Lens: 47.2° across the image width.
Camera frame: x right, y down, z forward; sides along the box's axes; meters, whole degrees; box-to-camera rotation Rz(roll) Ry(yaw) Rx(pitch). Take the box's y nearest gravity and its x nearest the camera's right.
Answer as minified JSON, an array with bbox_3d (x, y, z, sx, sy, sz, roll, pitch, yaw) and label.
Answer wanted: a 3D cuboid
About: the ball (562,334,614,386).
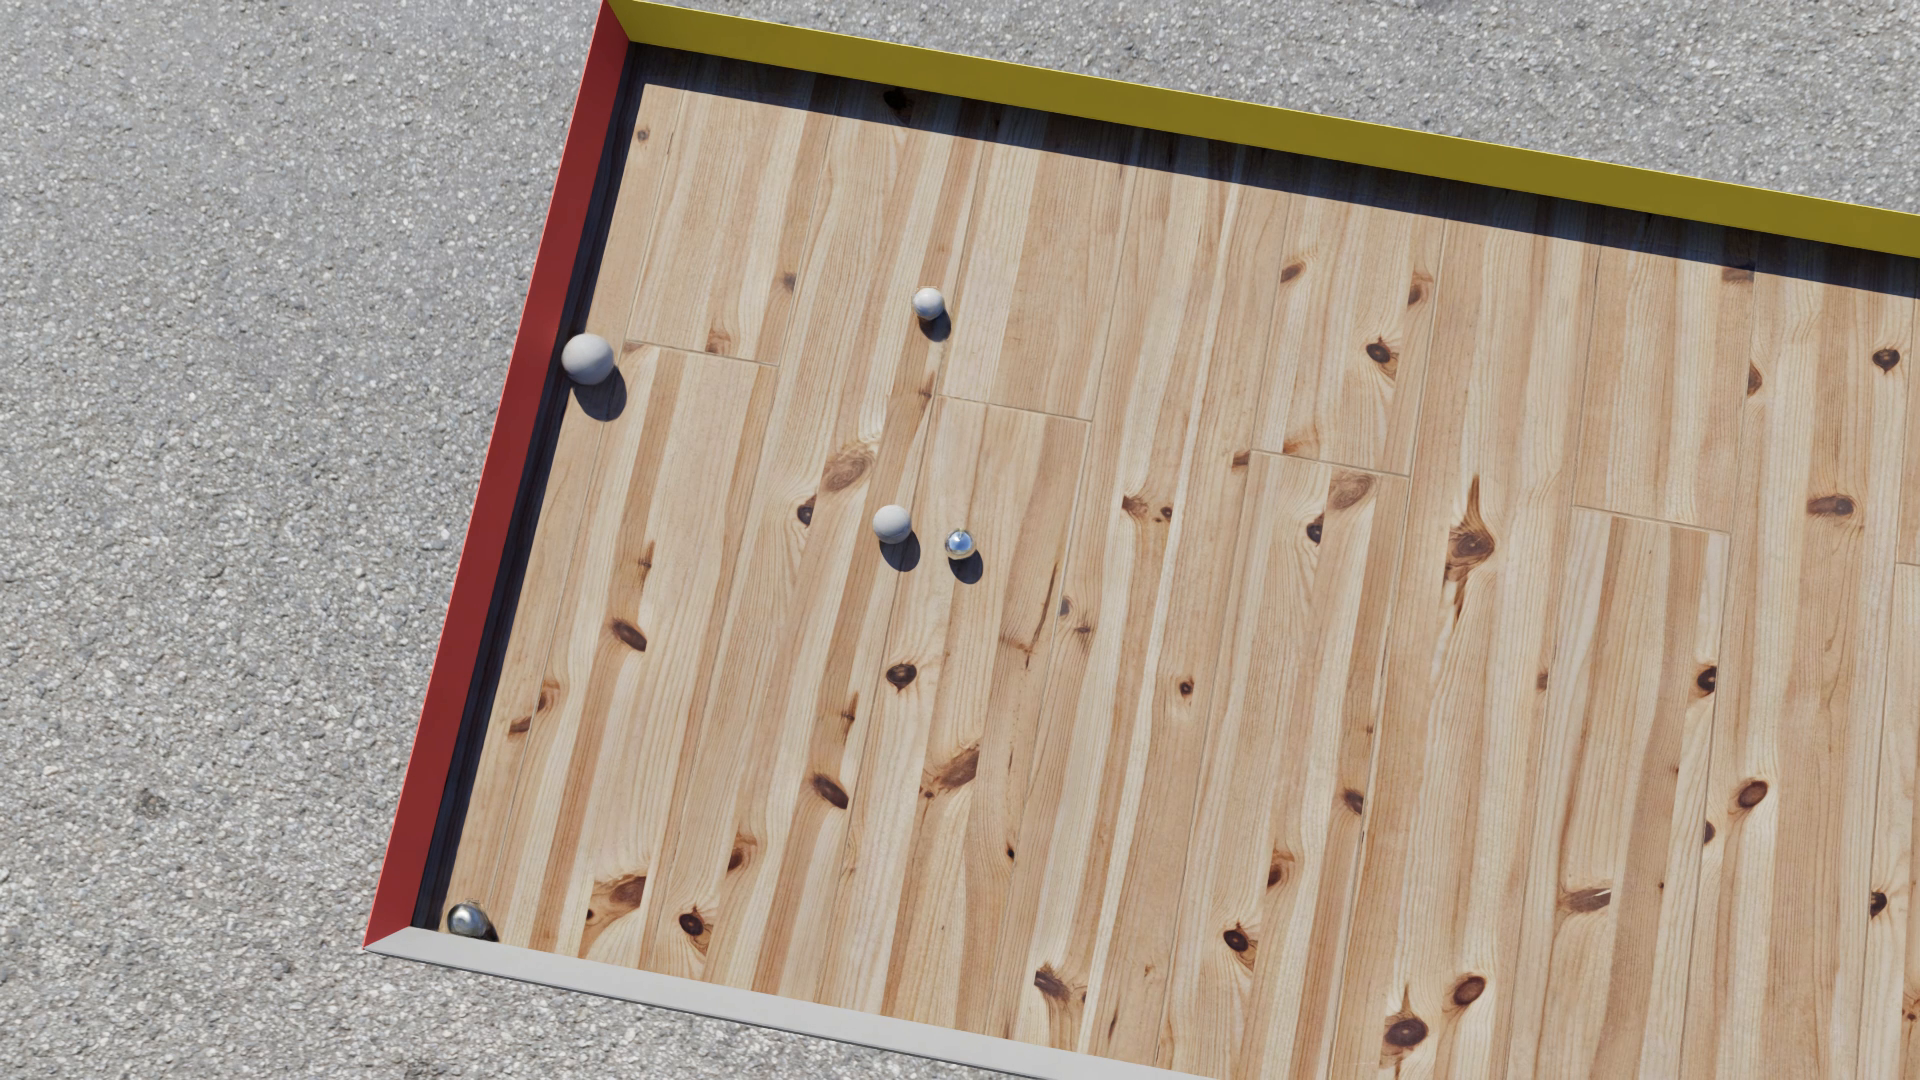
[{"bbox_3d":[-0.579,-0.282,3.423,0.081,0.081,0.081,0,75,0],"label":"ball"}]

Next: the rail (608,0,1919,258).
[{"bbox_3d":[0.846,-0.584,3.492,2.891,0.105,0.045,10,75,3],"label":"rail"}]

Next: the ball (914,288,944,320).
[{"bbox_3d":[-0.049,-0.372,3.464,0.050,0.050,0.050,0,75,0],"label":"ball"}]

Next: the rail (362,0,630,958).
[{"bbox_3d":[-0.687,-0.129,3.368,0.045,0.105,1.533,10,75,3],"label":"rail"}]

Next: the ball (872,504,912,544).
[{"bbox_3d":[-0.104,-0.024,3.363,0.061,0.061,0.061,0,75,0],"label":"ball"}]

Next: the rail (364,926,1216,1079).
[{"bbox_3d":[0.576,0.825,3.108,2.891,0.105,0.045,10,75,3],"label":"rail"}]

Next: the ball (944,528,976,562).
[{"bbox_3d":[0.000,0.007,3.360,0.051,0.051,0.051,0,75,0],"label":"ball"}]

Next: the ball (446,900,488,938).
[{"bbox_3d":[-0.718,0.556,3.206,0.060,0.060,0.060,0,75,0],"label":"ball"}]
